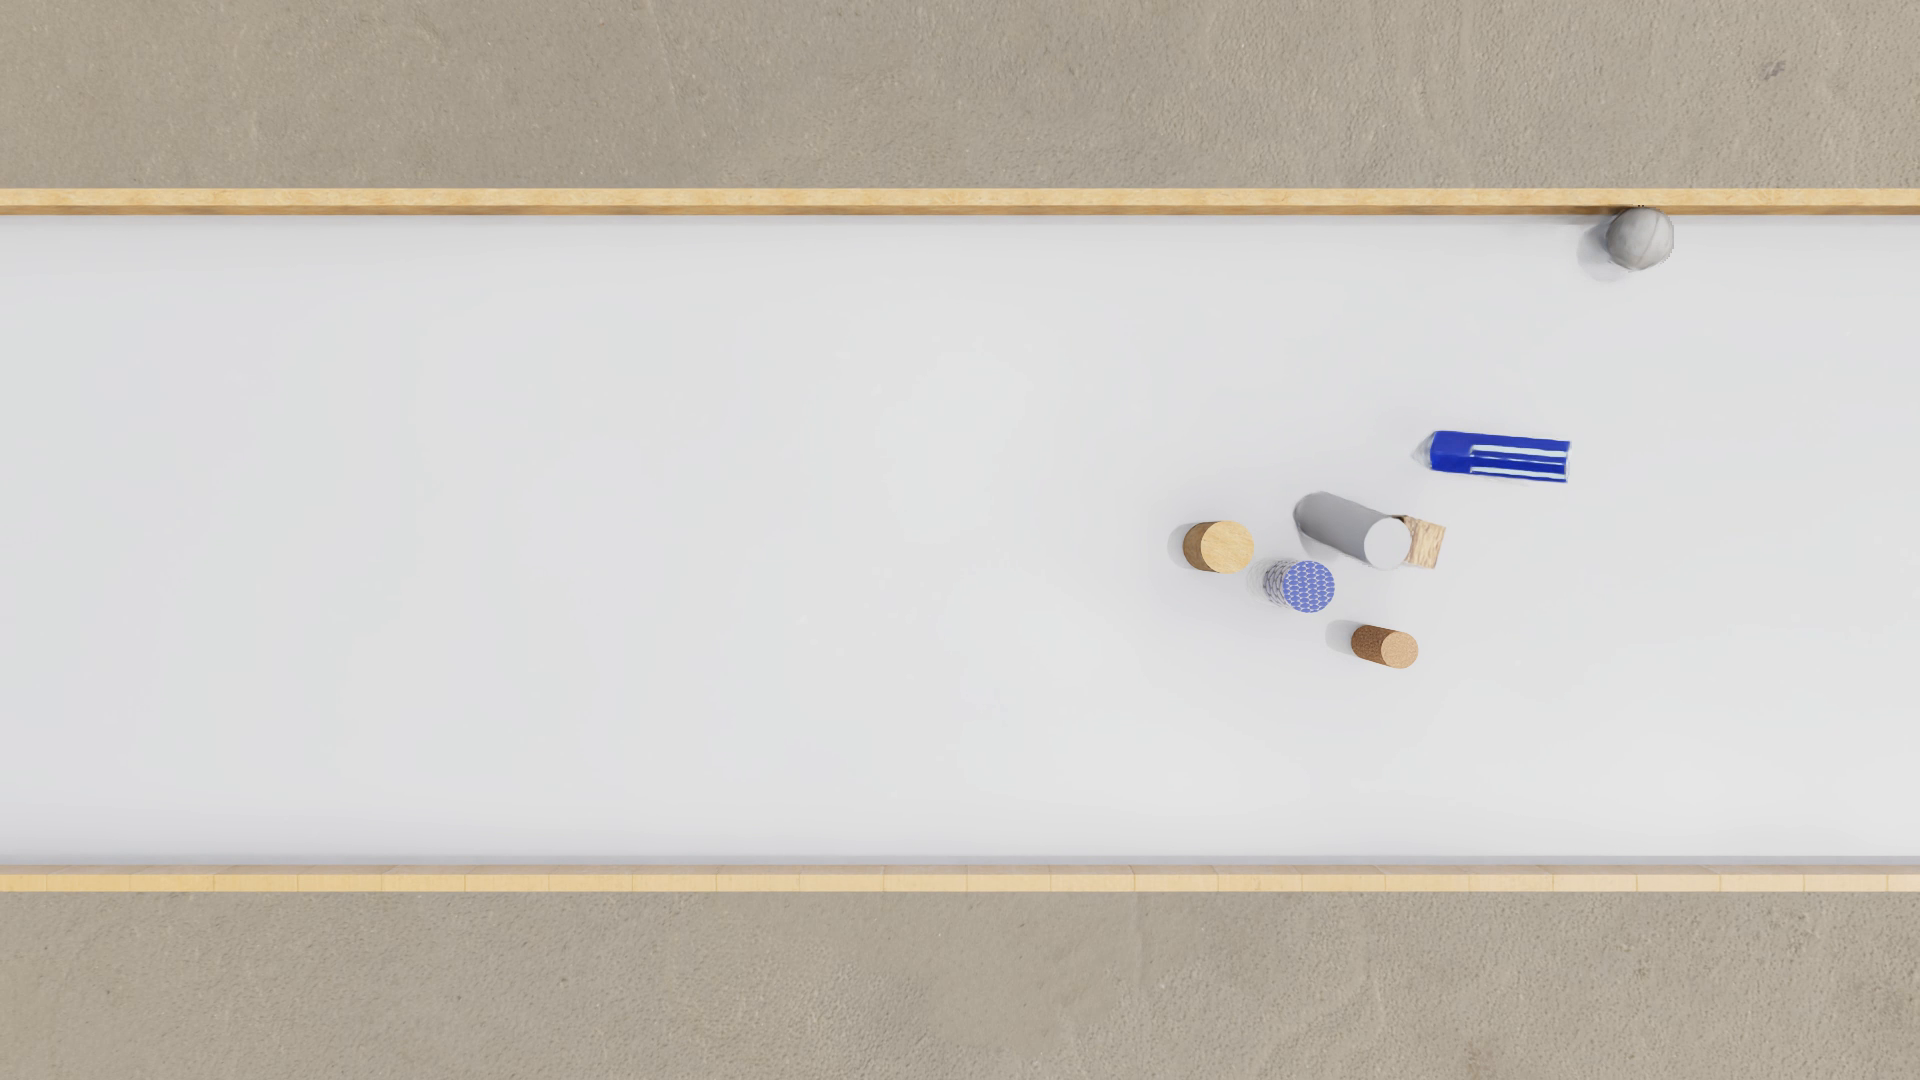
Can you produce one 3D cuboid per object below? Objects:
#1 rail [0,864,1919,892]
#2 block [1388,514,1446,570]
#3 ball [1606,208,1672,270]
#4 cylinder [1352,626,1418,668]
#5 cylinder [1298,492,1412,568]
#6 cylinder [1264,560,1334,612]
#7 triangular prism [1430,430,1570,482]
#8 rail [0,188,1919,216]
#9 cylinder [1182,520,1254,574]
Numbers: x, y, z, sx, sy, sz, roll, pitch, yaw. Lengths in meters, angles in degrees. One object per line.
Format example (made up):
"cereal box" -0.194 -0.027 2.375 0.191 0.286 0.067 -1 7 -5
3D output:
"rail" -2.247 1.025 5.001 12.000 0.150 0.050 0 90 0
"block" 1.313 0.003 4.918 0.127 0.304 0.127 16 90 -6
"ball" 2.042 -0.905 4.961 0.188 0.188 0.188 0 90 0
"cylinder" 1.257 0.315 4.895 0.107 0.364 0.107 0 90 0
"cylinder" 1.158 -0.033 4.862 0.149 0.403 0.149 -3 103 -15
"cylinder" 1.008 0.135 4.921 0.151 0.310 0.151 0 90 0
"triangular prism" 1.613 -0.248 4.940 0.388 0.107 0.124 7 98 24
"rail" -2.247 -1.025 5.002 12.000 0.150 0.050 0 90 0
"cylinder" 0.761 0.020 4.885 0.152 0.383 0.152 0 90 0
